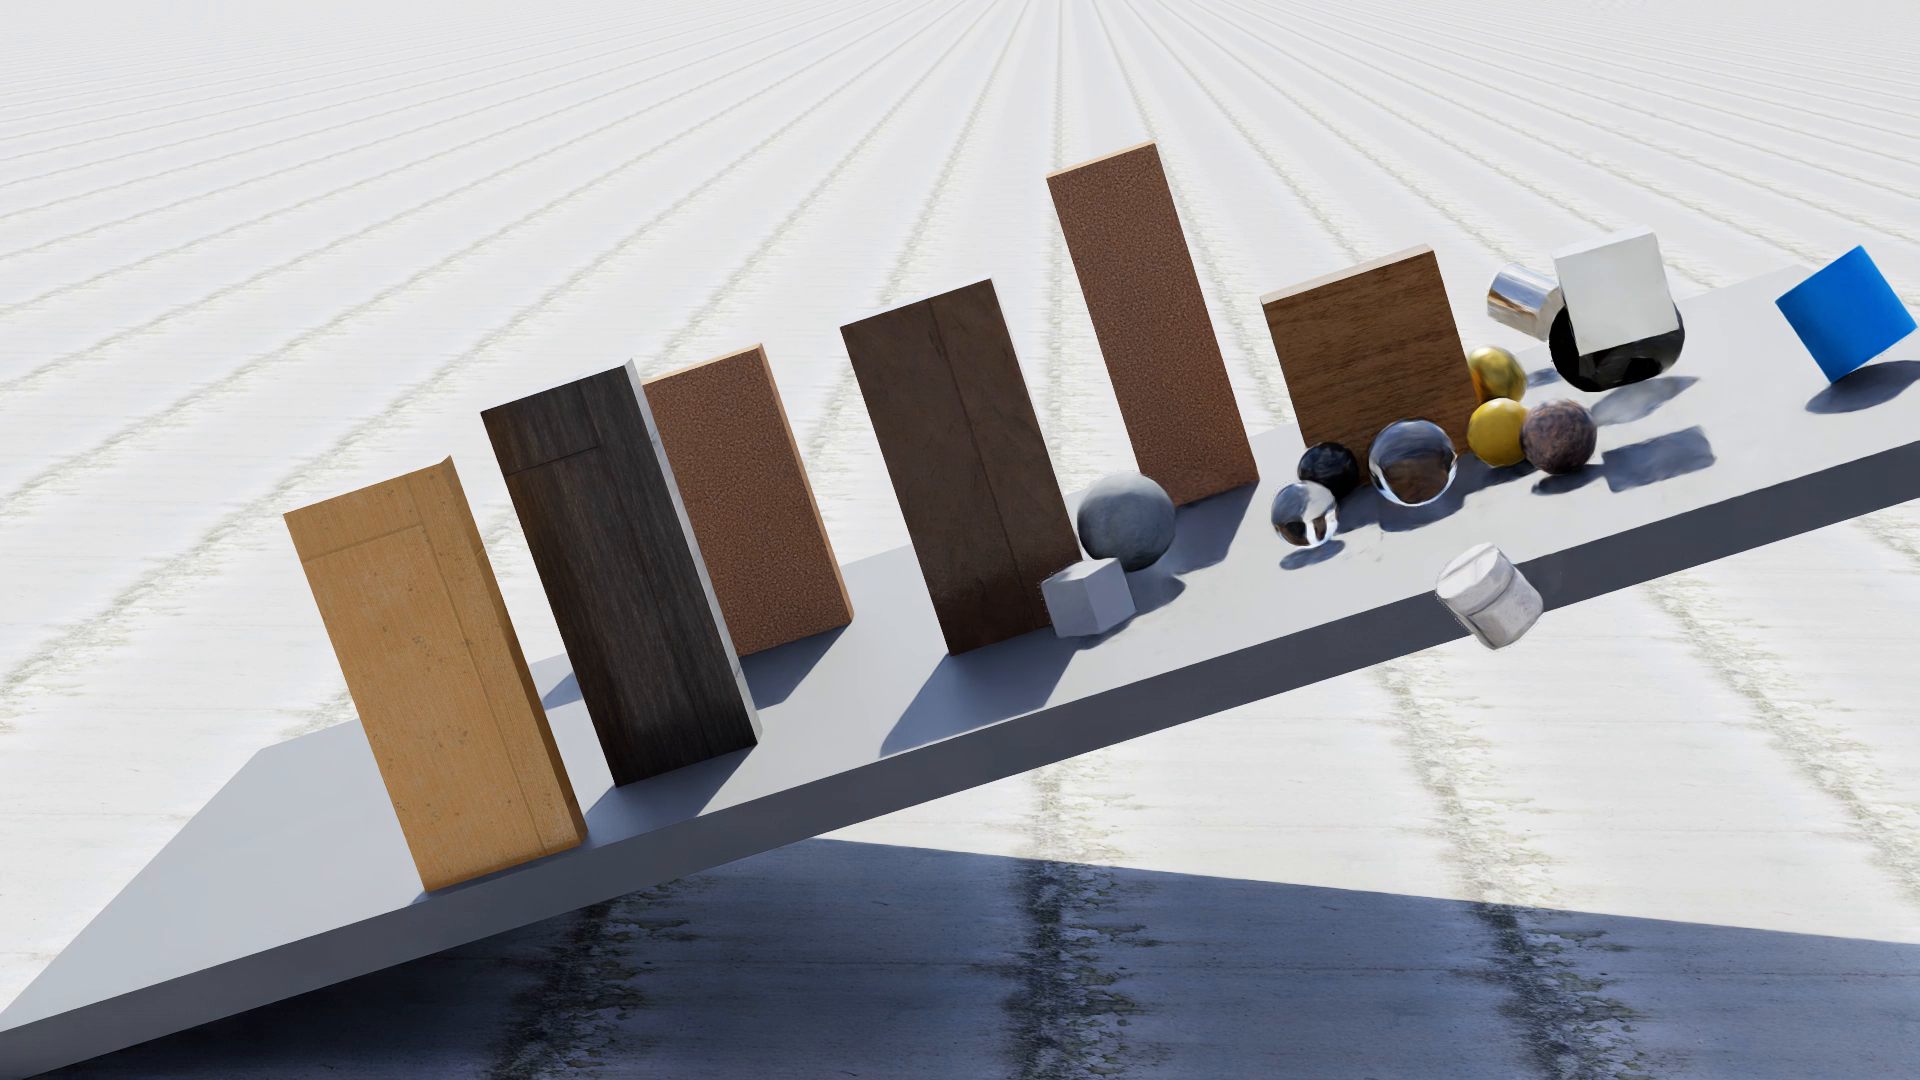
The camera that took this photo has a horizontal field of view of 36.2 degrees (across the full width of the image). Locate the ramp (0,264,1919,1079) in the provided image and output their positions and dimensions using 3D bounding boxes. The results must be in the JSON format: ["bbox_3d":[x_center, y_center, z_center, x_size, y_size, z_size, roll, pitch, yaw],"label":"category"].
[{"bbox_3d":[0.103,0.182,6.309,4.000,0.100,2.000,-17,11,5],"label":"ramp"}]

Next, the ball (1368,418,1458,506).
[{"bbox_3d":[0.907,-0.156,5.900,0.178,0.178,0.178,0,12,0],"label":"ball"}]

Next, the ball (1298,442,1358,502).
[{"bbox_3d":[0.775,-0.144,6.195,0.129,0.129,0.129,0,12,0],"label":"ball"}]

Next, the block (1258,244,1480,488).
[{"bbox_3d":[0.885,-0.363,6.284,0.372,0.436,0.142,-17,11,5],"label":"block"}]

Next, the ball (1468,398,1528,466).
[{"bbox_3d":[1.103,-0.219,5.988,0.140,0.140,0.140,0,12,0],"label":"ball"}]

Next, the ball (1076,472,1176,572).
[{"bbox_3d":[0.339,-0.036,5.994,0.203,0.203,0.203,0,12,0],"label":"ball"}]

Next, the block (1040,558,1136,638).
[{"bbox_3d":[0.253,0.114,5.805,0.116,0.116,0.116,-8,15,45],"label":"block"}]

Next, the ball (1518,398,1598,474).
[{"bbox_3d":[1.173,-0.204,5.764,0.152,0.152,0.152,0,12,0],"label":"ball"}]

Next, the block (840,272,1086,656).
[{"bbox_3d":[0.023,-0.151,5.932,0.316,0.707,0.102,-17,11,5],"label":"block"}]

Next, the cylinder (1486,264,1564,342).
[{"bbox_3d":[1.327,-0.553,6.856,0.141,0.141,0.141,-12,31,-45],"label":"cylinder"}]

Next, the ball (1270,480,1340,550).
[{"bbox_3d":[0.686,-0.051,5.849,0.137,0.137,0.137,0,12,0],"label":"ball"}]

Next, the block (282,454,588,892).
[{"bbox_3d":[-0.965,0.250,5.439,0.308,0.756,0.088,-17,11,5],"label":"block"}]

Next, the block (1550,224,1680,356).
[{"bbox_3d":[1.300,-0.499,5.846,0.197,0.197,0.197,-15,8,11],"label":"block"}]

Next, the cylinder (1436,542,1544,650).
[{"bbox_3d":[0.892,0.095,4.951,0.127,0.127,0.127,-39,19,16],"label":"cylinder"}]

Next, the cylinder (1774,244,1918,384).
[{"bbox_3d":[1.730,-0.442,5.746,0.195,0.195,0.195,-33,-5,-3],"label":"cylinder"}]

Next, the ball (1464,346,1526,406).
[{"bbox_3d":[1.164,-0.346,6.473,0.163,0.163,0.163,0,12,0],"label":"ball"}]

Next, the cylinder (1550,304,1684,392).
[{"bbox_3d":[1.404,-0.431,6.286,0.204,0.204,0.204,-15,18,-43],"label":"cylinder"}]

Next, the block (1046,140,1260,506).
[{"bbox_3d":[0.439,-0.483,6.668,0.255,0.799,0.116,-17,11,5],"label":"block"}]

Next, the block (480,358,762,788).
[{"bbox_3d":[-0.658,0.066,5.765,0.297,0.789,0.103,-17,11,5],"label":"block"}]

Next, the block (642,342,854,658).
[{"bbox_3d":[-0.531,-0.070,6.614,0.395,0.653,0.090,-17,11,5],"label":"block"}]
